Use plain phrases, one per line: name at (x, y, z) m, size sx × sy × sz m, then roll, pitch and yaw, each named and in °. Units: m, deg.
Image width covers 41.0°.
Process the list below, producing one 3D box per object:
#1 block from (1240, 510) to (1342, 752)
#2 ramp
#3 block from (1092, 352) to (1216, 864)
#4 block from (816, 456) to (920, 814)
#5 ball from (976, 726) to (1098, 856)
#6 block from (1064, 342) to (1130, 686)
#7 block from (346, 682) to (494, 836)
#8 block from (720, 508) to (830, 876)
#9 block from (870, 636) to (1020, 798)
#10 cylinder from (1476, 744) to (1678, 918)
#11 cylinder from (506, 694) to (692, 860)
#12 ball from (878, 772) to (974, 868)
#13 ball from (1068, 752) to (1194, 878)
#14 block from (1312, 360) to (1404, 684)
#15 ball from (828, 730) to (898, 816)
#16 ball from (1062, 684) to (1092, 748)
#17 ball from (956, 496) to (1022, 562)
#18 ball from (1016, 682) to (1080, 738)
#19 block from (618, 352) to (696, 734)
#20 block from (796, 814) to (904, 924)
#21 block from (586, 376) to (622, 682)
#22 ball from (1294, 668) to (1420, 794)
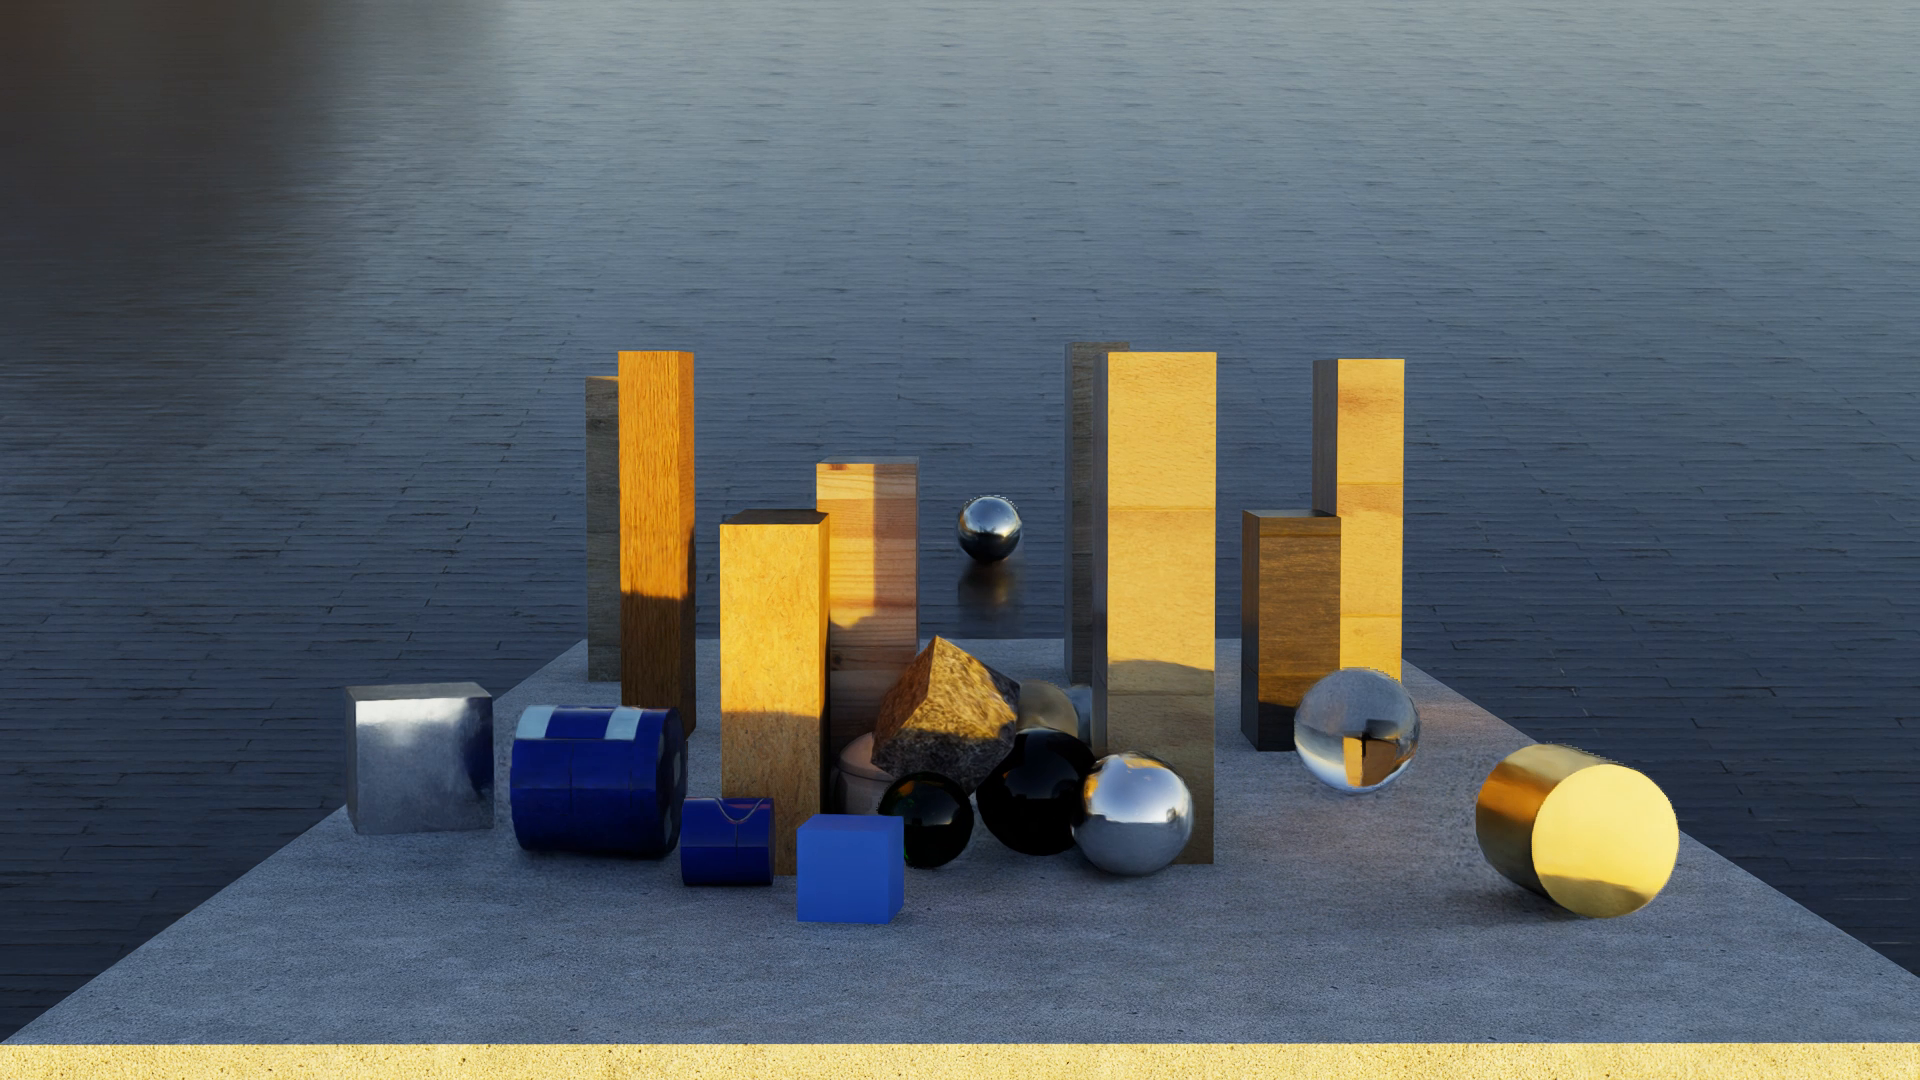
block at (0.598, 0.158, 4.662) m, size 0.143 × 0.415 × 0.274 m, roll 0°, pitch 4°, yaw 0°
ramp at (0.047, 0.424, 4.534) m, size 2.000 × 0.100 × 4.000 m, roll 0°, pitch 4°, yaw 0°
block at (0.271, 0.082, 3.646) m, size 0.144 × 0.691 × 0.377 m, roll 0°, pitch 4°, yaw 0°
block at (-0.134, 0.147, 3.863) m, size 0.141 × 0.536 × 0.366 m, roll 0°, pitch 4°, yaw 0°
ball at (0.111, 0.347, 3.546) m, size 0.178 × 0.178 × 0.178 m, roll 0°, pitch 20°, yaw 0°
block at (0.299, -0.064, 5.654) m, size 0.120 × 0.737 × 0.390 m, roll 0°, pitch 4°, yaw 0°
block at (-0.804, 0.322, 3.814) m, size 0.195 × 0.195 × 0.195 m, roll -1°, pitch 4°, yaw -18°
block at (-0.251, 0.199, 3.594) m, size 0.129 × 0.465 × 0.418 m, roll 0°, pitch 4°, yaw 0°
block at (-0.019, 0.252, 3.529) m, size 0.141 × 0.141 × 0.141 m, roll 31°, pitch 31°, yaw -15°
cylinder at (0.768, 0.361, 3.210) m, size 0.189 × 0.189 × 0.189 m, roll -3°, pitch 4°, yaw -9°
cylinder at (-0.500, 0.333, 3.574) m, size 0.201 × 0.201 × 0.201 m, roll 11°, pitch 22°, yaw 9°
ball at (-0.046, 0.376, 3.452) m, size 0.130 × 0.130 × 0.130 m, roll 0°, pitch 20°, yaw 0°
ball at (0.226, 0.362, 3.392) m, size 0.165 × 0.165 × 0.165 m, roll 0°, pitch 20°, yaw 0°
block at (0.768, -0.002, 4.985) m, size 0.123 × 0.694 × 0.337 m, roll 0°, pitch 4°, yaw 0°
ball at (-0.104, 0.349, 3.610) m, size 0.164 × 0.164 × 0.164 m, roll 0°, pitch 20°, yaw 0°
ball at (0.217, 0.315, 4.576) m, size 0.114 × 0.114 × 0.114 m, roll 0°, pitch 20°, yaw 0°
ball at (0.083, -0.030, 7.304) m, size 0.187 × 0.187 × 0.187 m, roll 0°, pitch 20°, yaw 0°
ball at (0.119, 0.313, 4.261) m, size 0.157 × 0.157 × 0.157 m, roll 0°, pitch 20°, yaw 0°
block at (-0.553, 0.010, 4.711) m, size 0.106 × 0.707 × 0.271 m, roll 0°, pitch 4°, yaw 0°
block at (-0.134, 0.403, 3.156) m, size 0.112 × 0.112 × 0.112 m, roll 0°, pitch 4°, yaw 8°
block at (-0.770, -0.030, 5.705) m, size 0.084 × 0.664 × 0.242 m, roll 0°, pitch 4°, yaw 0°
ball at (0.630, 0.303, 4.079) m, size 0.198 × 0.198 × 0.198 m, roll 0°, pitch 20°, yaw 0°
